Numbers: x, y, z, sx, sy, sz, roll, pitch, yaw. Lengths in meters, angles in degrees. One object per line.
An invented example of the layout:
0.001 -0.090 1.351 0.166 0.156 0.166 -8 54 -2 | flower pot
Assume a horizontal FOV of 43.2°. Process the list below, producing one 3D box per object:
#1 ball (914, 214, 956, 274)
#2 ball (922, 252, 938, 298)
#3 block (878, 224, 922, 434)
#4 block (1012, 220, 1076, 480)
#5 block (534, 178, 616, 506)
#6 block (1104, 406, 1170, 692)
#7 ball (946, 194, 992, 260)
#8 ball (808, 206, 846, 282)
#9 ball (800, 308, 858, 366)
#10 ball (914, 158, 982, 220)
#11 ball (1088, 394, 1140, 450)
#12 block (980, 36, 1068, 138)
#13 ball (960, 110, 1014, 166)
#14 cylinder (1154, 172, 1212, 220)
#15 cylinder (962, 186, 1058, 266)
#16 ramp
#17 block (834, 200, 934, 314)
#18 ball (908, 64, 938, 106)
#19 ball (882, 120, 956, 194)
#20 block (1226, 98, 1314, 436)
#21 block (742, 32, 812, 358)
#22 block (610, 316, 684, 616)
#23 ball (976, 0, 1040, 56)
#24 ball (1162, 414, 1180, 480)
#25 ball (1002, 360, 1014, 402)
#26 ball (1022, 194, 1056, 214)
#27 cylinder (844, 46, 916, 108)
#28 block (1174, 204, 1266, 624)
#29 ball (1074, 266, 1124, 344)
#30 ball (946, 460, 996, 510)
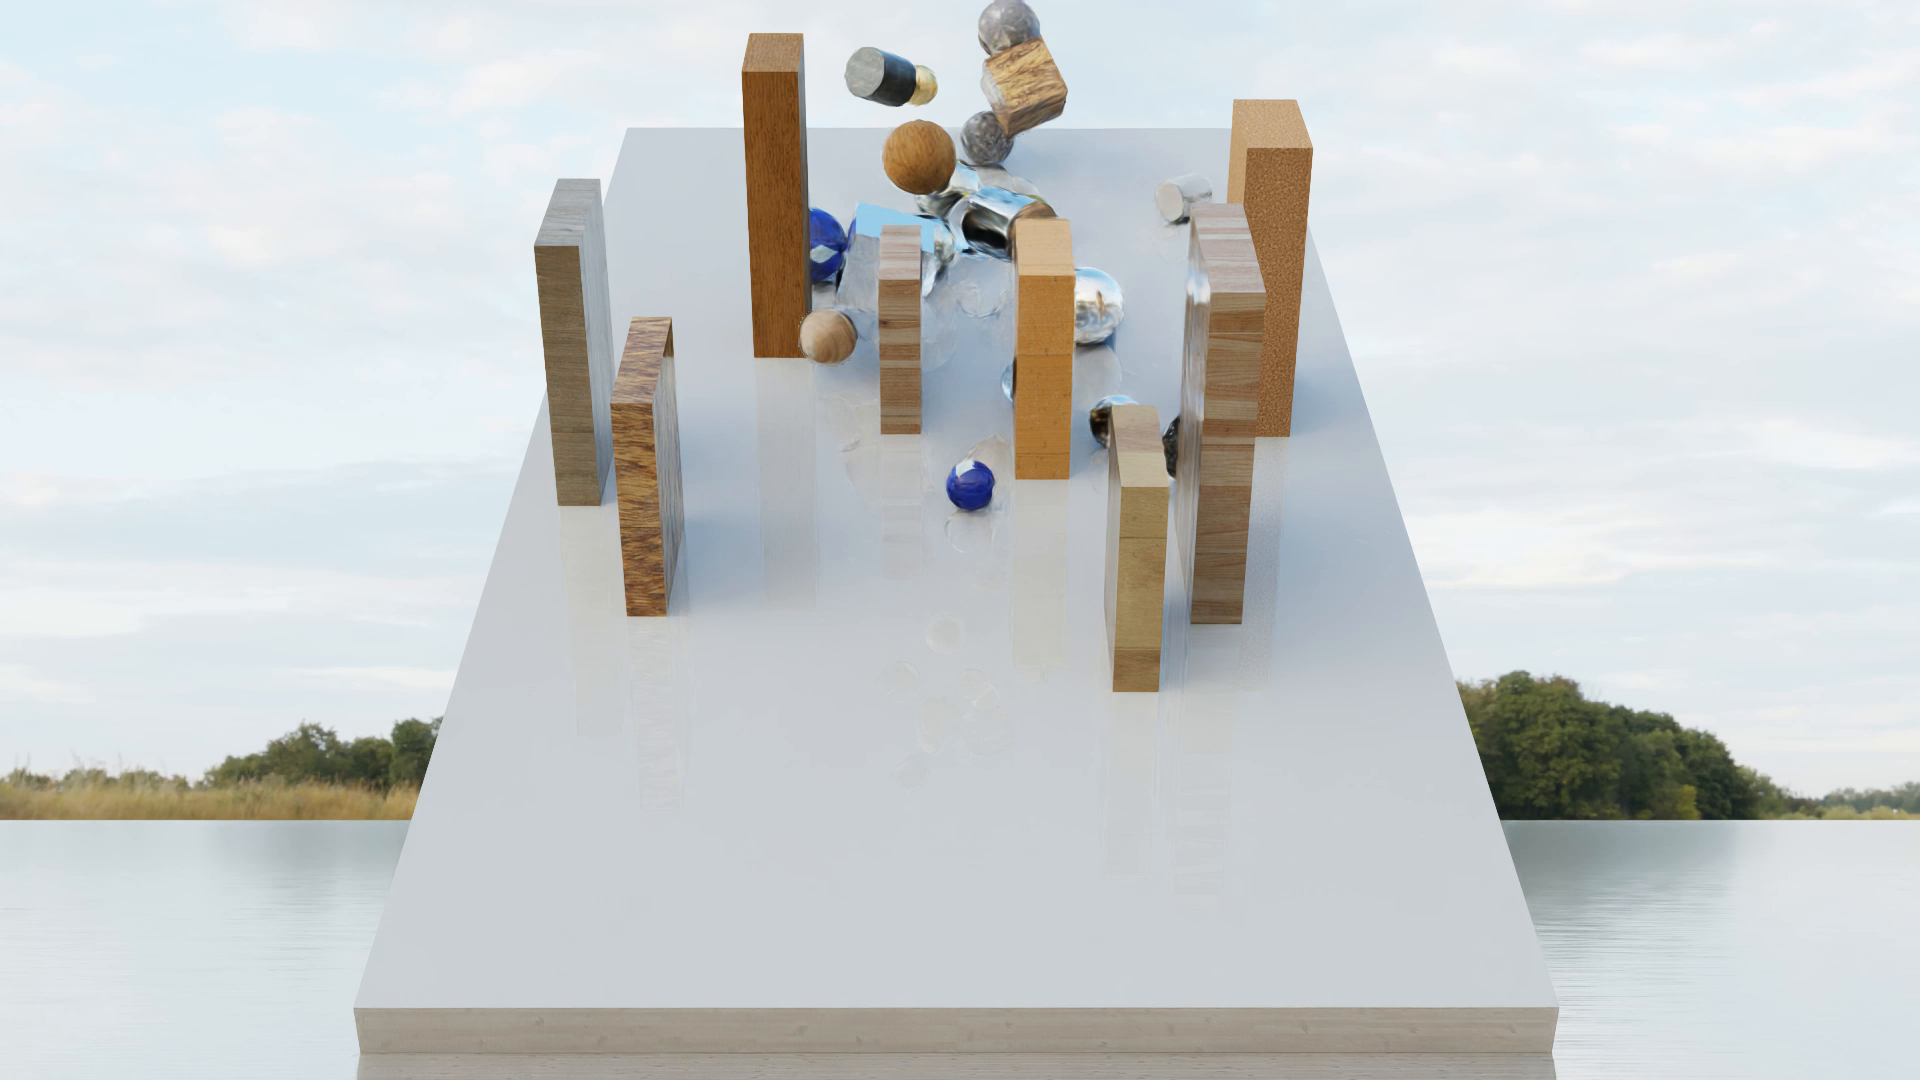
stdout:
-0.094 -0.788 6.487 0.169 0.169 0.169 0 -6 0 | ball
-0.145 -0.707 6.343 0.177 0.177 0.177 0 -6 0 | ball
-0.140 -0.502 5.778 0.095 0.401 0.312 0 31 0 | block
0.189 -0.436 5.562 0.124 0.511 0.306 0 31 0 | block
-0.855 -0.444 5.447 0.095 0.634 0.373 0 31 0 | block
0.349 0.016 4.842 0.091 0.468 0.331 0 31 0 | block
0.052 -0.850 6.583 0.178 0.178 0.178 0 -6 0 | ball
-0.400 -0.785 6.451 0.199 0.199 0.199 0 -6 0 | ball
-0.322 -0.498 5.928 0.141 0.141 0.141 0 -6 0 | ball
-0.034 -0.975 6.779 0.191 0.191 0.191 0 -6 0 | ball
0.366 -0.275 5.663 0.131 0.131 0.131 0 -6 0 | ball
0.185 -1.312 7.037 0.182 0.182 0.182 -24 -11 -8 | block
0.081 -1.188 7.170 0.160 0.160 0.160 0 -6 0 | ball
0.629 -0.967 6.834 0.114 0.114 0.114 -20 6 -36 | cylinder
0.123 -0.764 5.925 0.167 0.167 0.167 6 15 -42 | cylinder
-0.014 -0.204 5.766 2.000 0.100 4.000 0 31 0 | ramp
-0.186 -0.685 5.964 0.194 0.194 0.194 14 30 -9 | block
-0.121 -1.311 6.997 0.117 0.117 0.117 0 -6 0 | ball
-0.108 -1.031 6.537 0.200 0.200 0.200 0 -6 0 | ball
0.707 -0.634 5.687 0.147 0.726 0.305 0 31 0 | block
-0.450 -0.850 6.020 0.133 0.750 0.275 0 31 0 | block
-0.652 -0.157 5.096 0.083 0.500 0.398 0 31 0 | block
0.142 -1.488 7.086 0.185 0.185 0.185 0 -6 0 | ball
0.540 -0.203 5.424 0.184 0.184 0.184 0 -6 0 | ball
0.163 -0.380 5.845 0.125 0.125 0.125 0 -6 0 | ball
0.191 -0.879 6.663 0.146 0.146 0.146 0 -6 0 | ball
-0.221 -1.295 6.789 0.144 0.144 0.144 -5 -6 37 | cylinder
0.532 -0.261 5.029 0.106 0.755 0.436 0 31 0 | block
0.320 -0.592 6.136 0.195 0.195 0.195 0 -6 0 | ball
0.024 -0.122 5.420 0.113 0.113 0.113 0 -6 0 | ball
